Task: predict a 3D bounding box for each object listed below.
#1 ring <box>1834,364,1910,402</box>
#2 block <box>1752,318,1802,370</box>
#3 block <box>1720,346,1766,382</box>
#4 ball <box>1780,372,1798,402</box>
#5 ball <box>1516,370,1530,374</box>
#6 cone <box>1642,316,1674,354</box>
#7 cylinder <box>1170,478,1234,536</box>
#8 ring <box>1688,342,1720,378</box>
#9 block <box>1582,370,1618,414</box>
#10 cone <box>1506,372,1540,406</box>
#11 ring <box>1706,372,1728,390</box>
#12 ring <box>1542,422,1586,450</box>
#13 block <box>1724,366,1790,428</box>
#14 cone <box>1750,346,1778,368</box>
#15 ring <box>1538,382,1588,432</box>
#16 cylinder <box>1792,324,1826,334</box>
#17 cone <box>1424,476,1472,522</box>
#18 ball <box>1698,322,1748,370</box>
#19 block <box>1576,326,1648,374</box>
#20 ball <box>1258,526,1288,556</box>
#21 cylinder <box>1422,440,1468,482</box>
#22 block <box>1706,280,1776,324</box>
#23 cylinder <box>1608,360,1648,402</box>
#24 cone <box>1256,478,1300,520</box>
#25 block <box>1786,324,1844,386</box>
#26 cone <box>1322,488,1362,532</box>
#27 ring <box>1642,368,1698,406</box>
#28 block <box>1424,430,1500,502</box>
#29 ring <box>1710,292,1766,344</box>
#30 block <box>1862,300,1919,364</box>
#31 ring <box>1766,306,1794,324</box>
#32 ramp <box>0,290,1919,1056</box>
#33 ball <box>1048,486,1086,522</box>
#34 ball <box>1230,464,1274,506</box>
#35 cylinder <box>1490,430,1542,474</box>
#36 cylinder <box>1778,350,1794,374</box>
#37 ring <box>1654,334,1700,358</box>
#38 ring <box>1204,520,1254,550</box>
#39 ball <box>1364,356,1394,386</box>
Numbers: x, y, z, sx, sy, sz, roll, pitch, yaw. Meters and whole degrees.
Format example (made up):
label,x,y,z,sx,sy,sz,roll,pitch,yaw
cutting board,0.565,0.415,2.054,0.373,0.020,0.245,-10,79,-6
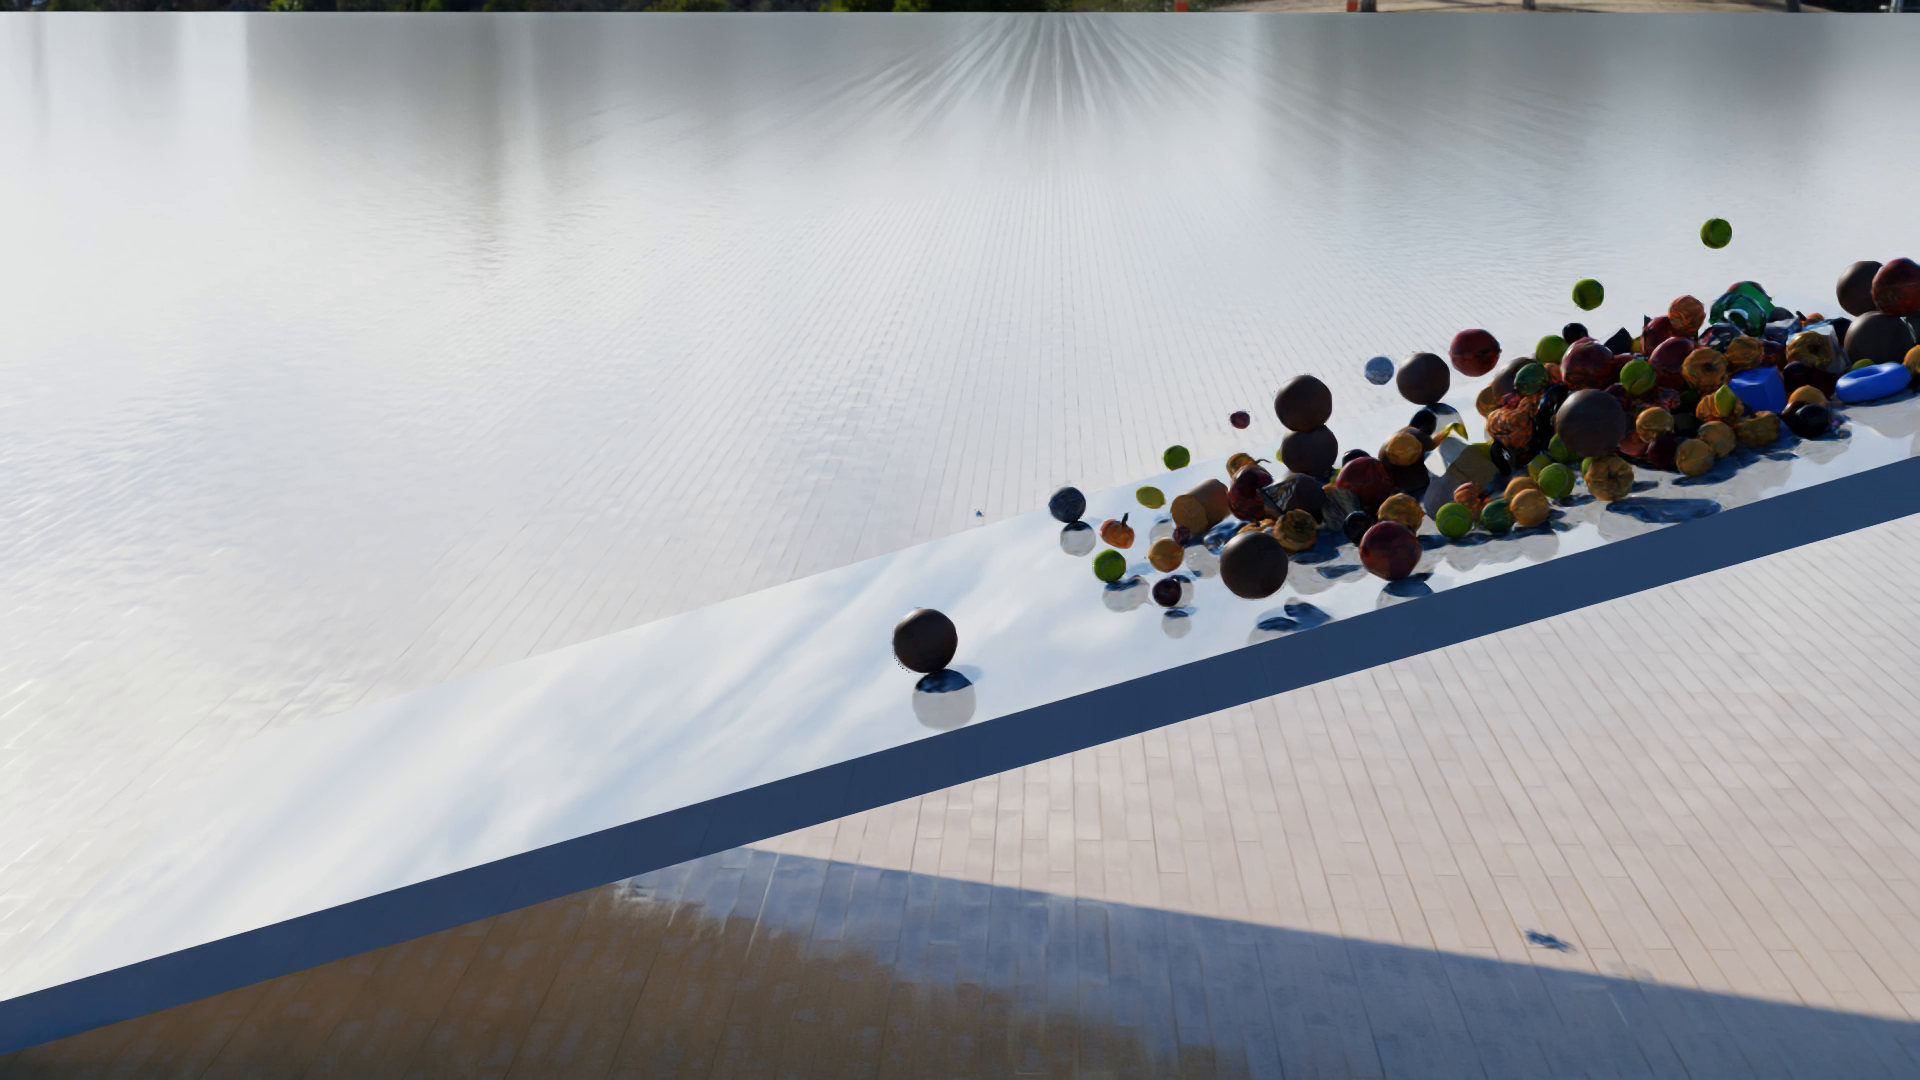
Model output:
label,x,y,z,sx,sy,sz,roll,pitch,yaw
ring,1.784,-0.307,5.751,0.145,0.048,0.145,-16,10,3
block,1.750,-0.416,6.266,0.078,0.078,0.078,-11,22,47
block,1.641,-0.365,6.177,0.066,0.066,0.066,-40,4,2
ball,1.656,-0.307,5.927,0.060,0.060,0.060,0,11,0
ball,1.313,-0.369,6.857,0.055,0.055,0.055,0,11,0
cone,1.611,-0.494,6.854,0.083,0.083,0.083,-26,30,17
cylinder,0.528,-0.071,6.407,0.098,0.098,0.098,10,28,41
ring,1.583,-0.382,6.248,0.084,0.084,0.028,-4,-11,-22
block,1.350,-0.314,6.224,0.058,0.058,0.058,21,-31,6
cone,1.297,-0.339,6.750,0.077,0.077,0.077,4,-7,19
ring,1.628,-0.340,6.251,0.082,0.027,0.082,-17,11,3
ring,1.264,-0.220,6.179,0.108,0.036,0.108,-19,12,4
block,1.579,-0.284,5.830,0.084,0.084,0.084,-9,22,39
cone,1.703,-0.378,6.218,0.070,0.070,0.070,-9,6,-39
ring,1.254,-0.275,6.115,0.108,0.108,0.036,-3,20,-14
cylinder,1.801,-0.411,6.208,0.071,0.071,0.071,-20,13,5
cone,0.986,-0.075,5.835,0.094,0.094,0.094,10,1,-43
ball,1.552,-0.394,5.987,0.097,0.097,0.097,0,11,0
block,1.408,-0.390,6.351,0.089,0.089,0.089,-40,5,-19
ball,0.634,0.002,5.953,0.059,0.059,0.059,0,11,0
cylinder,1.009,-0.147,6.039,0.094,0.094,0.094,-15,8,10
block,1.667,-0.482,6.274,0.084,0.084,0.084,46,51,13
cylinder,1.414,-0.338,6.252,0.065,0.065,0.065,49,33,20
cone,0.646,-0.098,5.845,0.082,0.082,0.082,-42,18,-5
block,1.758,-0.379,6.044,0.092,0.092,0.092,-15,11,23
cone,0.803,-0.055,6.036,0.090,0.090,0.090,8,-4,36
ring,1.516,-0.325,6.279,0.126,0.042,0.126,-24,17,8
block,1.004,-0.147,5.887,0.090,0.090,0.090,38,8,-23
ring,1.640,-0.467,6.200,0.124,0.124,0.041,9,41,39
block,1.907,-0.422,5.981,0.087,0.087,0.087,-41,20,-34
ring,1.810,-0.477,6.547,0.101,0.034,0.101,-9,53,13
ramp,0.093,0.186,6.318,4.000,0.100,2.000,-16,10,5
ball,0.255,-0.085,6.981,0.088,0.088,0.088,0,11,0
ball,0.646,-0.121,6.506,0.094,0.094,0.094,0,11,0
cylinder,1.145,-0.181,6.058,0.073,0.073,0.073,-21,19,-22
cylinder,1.750,-0.375,6.168,0.052,0.052,0.052,-1,9,-6
ring,1.587,-0.426,6.450,0.128,0.043,0.128,-6,9,1
ring,0.566,-0.010,6.195,0.112,0.037,0.112,-20,8,3
ball,0.864,-0.349,6.062,0.062,0.062,0.062,0,11,0
